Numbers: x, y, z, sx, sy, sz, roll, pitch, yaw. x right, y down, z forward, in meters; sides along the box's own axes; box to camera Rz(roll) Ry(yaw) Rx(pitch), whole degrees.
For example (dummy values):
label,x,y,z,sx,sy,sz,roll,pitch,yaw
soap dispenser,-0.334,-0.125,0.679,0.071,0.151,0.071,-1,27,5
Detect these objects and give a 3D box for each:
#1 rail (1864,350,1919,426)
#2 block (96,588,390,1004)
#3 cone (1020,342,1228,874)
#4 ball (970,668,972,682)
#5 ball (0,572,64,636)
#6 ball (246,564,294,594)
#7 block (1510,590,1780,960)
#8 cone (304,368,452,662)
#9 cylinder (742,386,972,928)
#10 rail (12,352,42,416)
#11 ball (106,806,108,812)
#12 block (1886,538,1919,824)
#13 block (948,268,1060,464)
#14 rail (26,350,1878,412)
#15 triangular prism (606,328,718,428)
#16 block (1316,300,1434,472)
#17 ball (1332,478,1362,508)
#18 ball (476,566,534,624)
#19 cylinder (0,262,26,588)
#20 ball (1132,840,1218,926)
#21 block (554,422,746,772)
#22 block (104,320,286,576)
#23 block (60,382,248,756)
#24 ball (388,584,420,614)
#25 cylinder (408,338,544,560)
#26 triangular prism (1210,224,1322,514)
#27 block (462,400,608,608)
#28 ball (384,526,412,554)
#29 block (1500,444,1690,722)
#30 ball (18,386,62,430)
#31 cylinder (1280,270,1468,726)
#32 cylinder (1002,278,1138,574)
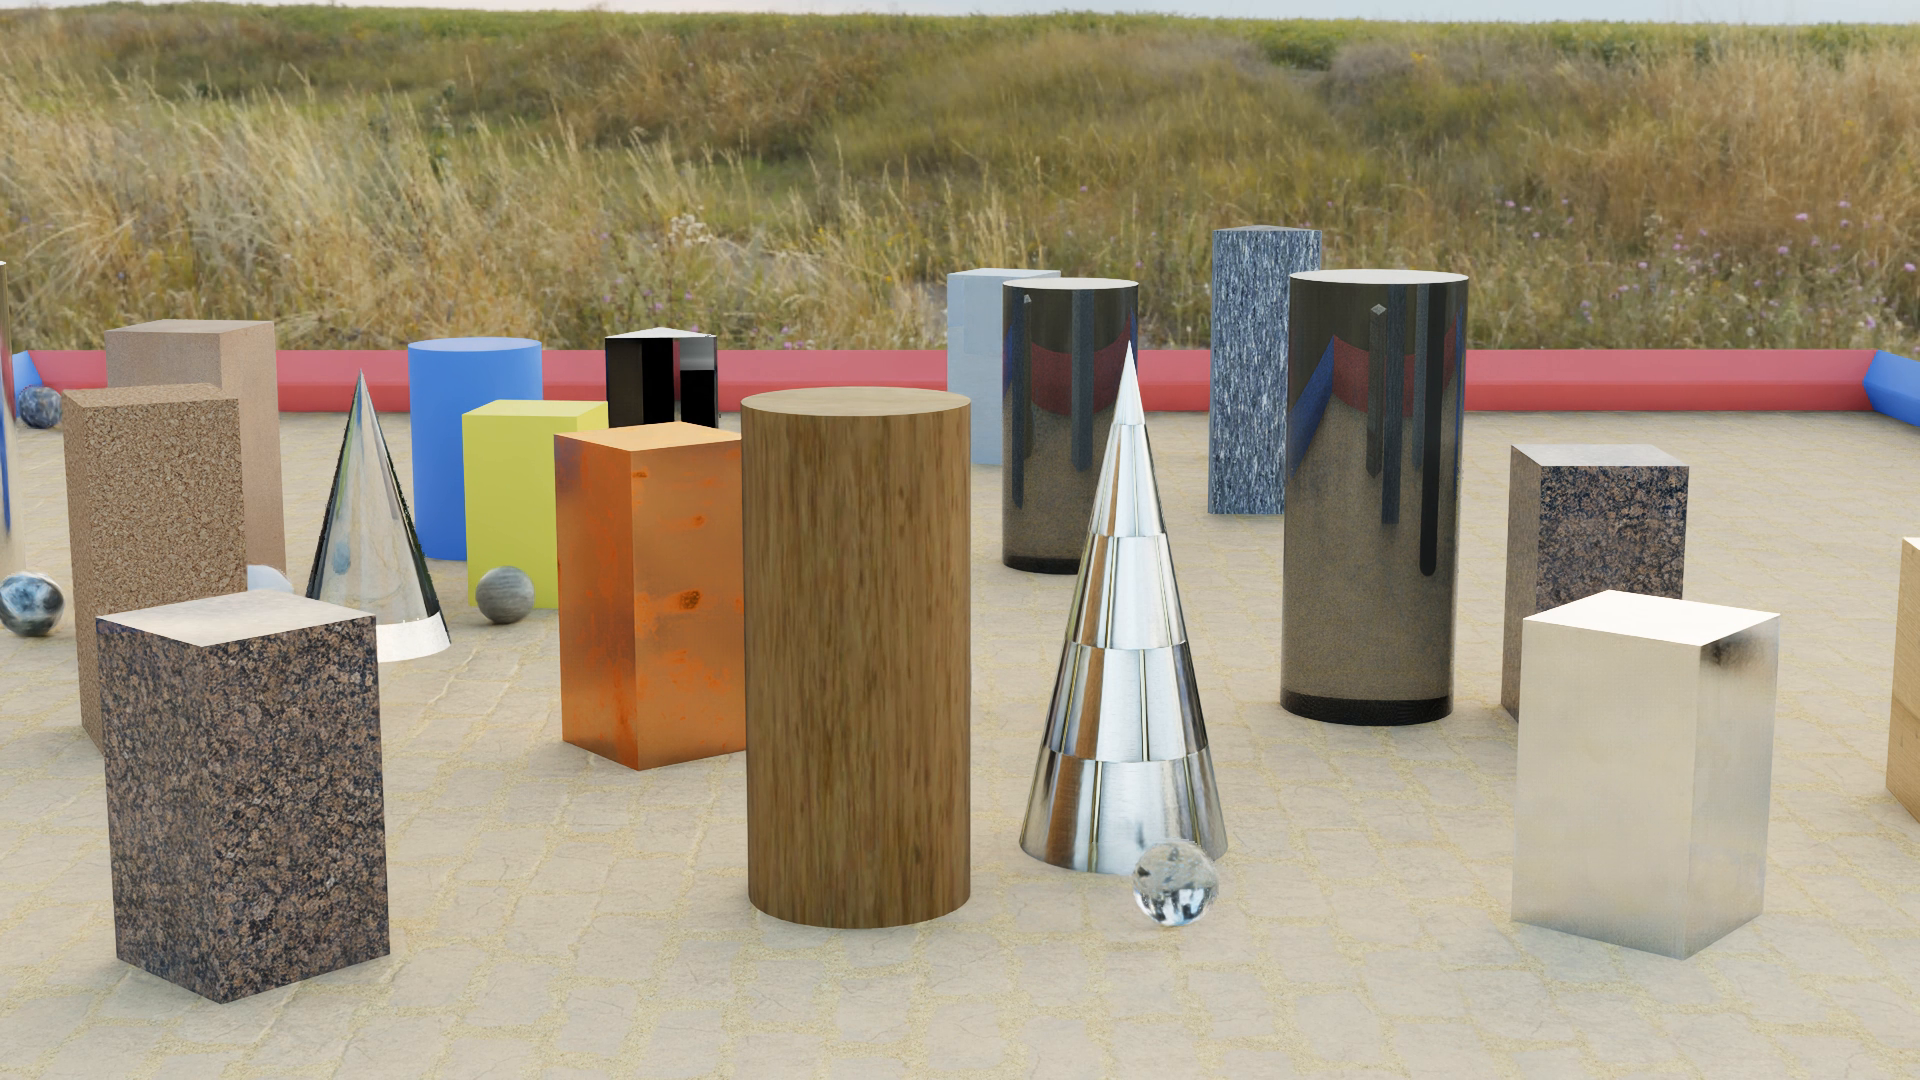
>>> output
label,x,y,z,sx,sy,sz,roll,pitch,yaw
rail,1.945,0.031,3.460,0.045,0.129,4.100,0,10,0
block,-0.585,0.203,2.099,0.159,0.288,0.159,9,14,42
cone,0.155,0.052,2.392,0.198,0.478,0.198,0,10,0
ball,-0.007,0.158,3.015,0.044,0.044,0.044,0,10,0
ball,-1.199,0.083,3.311,0.084,0.084,0.084,0,10,0
ball,-0.901,0.080,3.283,0.098,0.098,0.098,0,10,0
block,0.587,0.196,2.199,0.159,0.266,0.159,9,14,40
cone,-0.747,-0.041,3.231,0.198,0.355,0.198,0,10,0
cylinder,-0.089,0.097,2.249,0.198,0.442,0.198,0,10,0
rail,-1.945,0.035,3.438,0.045,0.129,4.100,0,10,0
ball,-0.742,0.248,2.383,0.096,0.096,0.096,0,10,0
block,1.018,0.141,2.516,0.159,0.259,0.159,1,11,6
block,0.082,-0.325,4.788,0.159,0.348,0.159,5,12,25
rail,-0.012,-0.336,5.441,3.937,0.129,0.045,0,10,0
triangular prism,-0.479,-0.182,4.133,0.172,0.306,0.149,-1,11,-7
block,0.756,-0.287,4.732,0.159,0.293,0.159,-7,13,-34
ball,0.643,-0.077,4.264,0.051,0.051,0.051,0,10,0
ball,-0.601,0.072,3.386,0.077,0.077,0.077,0,10,0
cylinder,-1.388,-0.143,3.492,0.198,0.462,0.198,0,10,0
ball,0.184,0.294,2.199,0.073,0.073,0.073,0,10,0
block,-0.323,0.055,2.760,0.159,0.338,0.159,-8,13,-37
block,-1.006,-0.088,3.392,0.159,0.390,0.159,2,11,10
block,-0.875,0.028,2.801,0.159,0.376,0.159,-5,12,-27
ball,-0.747,0.079,3.443,0.042,0.042,0.042,0,10,0
cylinder,-0.730,-0.141,3.889,0.198,0.313,0.198,0,10,0
triangular prism,0.499,-0.285,4.252,0.172,0.464,0.149,0,10,2
block,-0.581,-0.051,3.542,0.159,0.263,0.159,1,11,7
ball,-0.850,-0.001,3.878,0.041,0.041,0.041,0,10,0
block,0.705,0.055,2.862,0.159,0.302,0.159,0,10,0
ball,-1.858,-0.267,5.192,0.088,0.088,0.088,0,10,0
cylinder,0.469,-0.053,2.915,0.198,0.493,0.198,0,10,0
cylinder,0.161,-0.171,3.775,0.198,0.413,0.198,0,10,0
